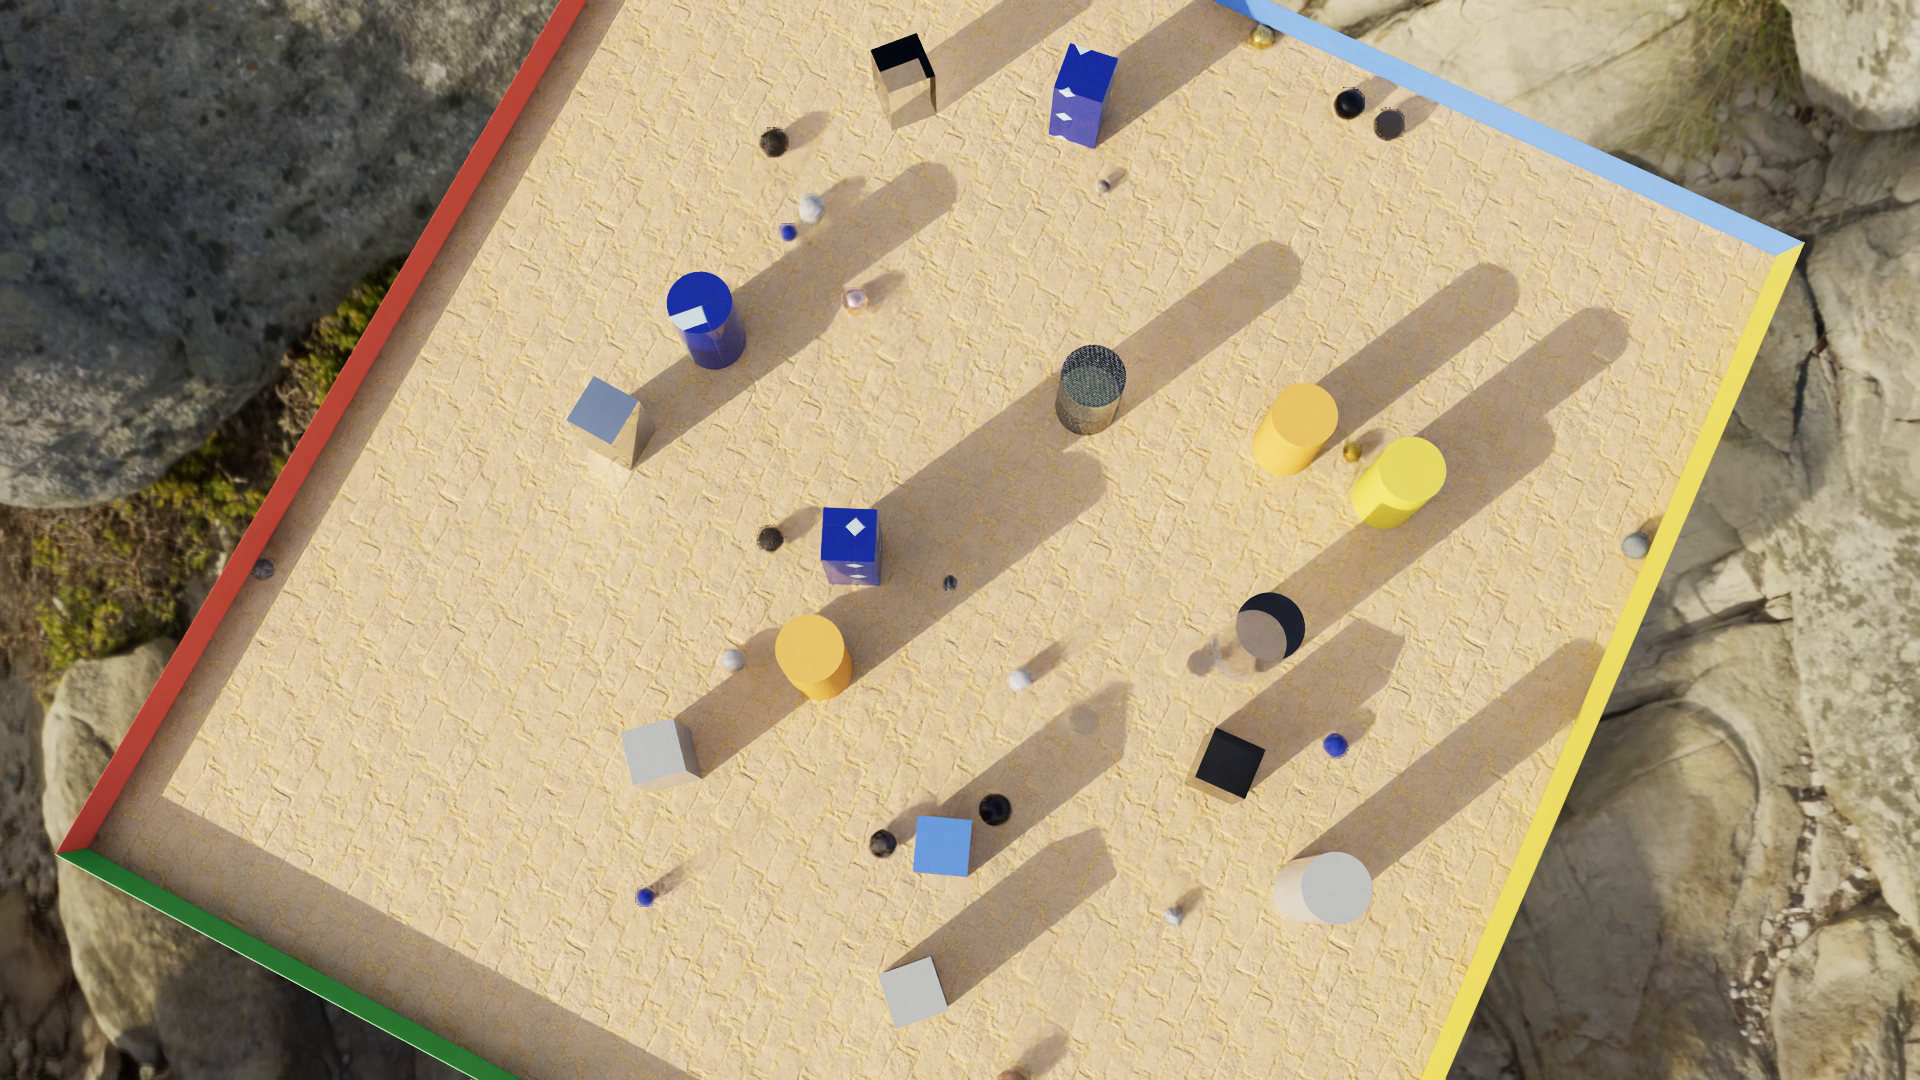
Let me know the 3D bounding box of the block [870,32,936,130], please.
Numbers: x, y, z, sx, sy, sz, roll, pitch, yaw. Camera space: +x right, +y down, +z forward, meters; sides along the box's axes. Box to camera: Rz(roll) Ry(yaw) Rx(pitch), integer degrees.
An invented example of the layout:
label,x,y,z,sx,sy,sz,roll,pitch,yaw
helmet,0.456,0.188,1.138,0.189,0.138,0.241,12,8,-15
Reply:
label,x,y,z,sx,sy,sz,roll,pitch,yaw
block,-0.176,-1.440,5.774,0.155,0.276,0.155,-21,79,-4

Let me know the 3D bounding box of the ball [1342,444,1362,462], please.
label,x,y,z,sx,sy,sz,roll,pitch,yaw
ball,1.207,-0.268,5.641,0.060,0.060,0.060,0,78,0

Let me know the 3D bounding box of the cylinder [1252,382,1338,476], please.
label,x,y,z,sx,sy,sz,roll,pitch,yaw
cylinder,1.002,-0.328,5.501,0.193,0.359,0.193,0,78,0

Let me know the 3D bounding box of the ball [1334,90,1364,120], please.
label,x,y,z,sx,sy,sz,roll,pitch,yaw
ball,1.242,-1.390,5.855,0.096,0.096,0.096,0,78,0

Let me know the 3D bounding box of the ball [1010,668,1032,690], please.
label,x,y,z,sx,sy,sz,roll,pitch,yaw
ball,0.183,0.416,5.496,0.068,0.068,0.068,0,78,0

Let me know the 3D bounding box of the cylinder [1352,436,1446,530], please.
label,x,y,z,sx,sy,sz,roll,pitch,yaw
cylinder,1.303,-0.166,5.459,0.193,0.375,0.193,0,78,0

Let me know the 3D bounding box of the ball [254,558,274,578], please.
label,x,y,z,sx,sy,sz,roll,pitch,yaw
ball,-2.115,0.087,5.567,0.062,0.062,0.062,0,78,0

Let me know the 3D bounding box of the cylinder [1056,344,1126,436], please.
label,x,y,z,sx,sy,sz,roll,pitch,yaw
cylinder,0.393,-0.450,5.547,0.193,0.319,0.193,0,78,0

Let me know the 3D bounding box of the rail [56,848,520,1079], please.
label,x,y,z,sx,sy,sz,roll,pitch,yaw
rail,-0.887,1.744,5.190,3.847,0.126,0.045,26,80,5

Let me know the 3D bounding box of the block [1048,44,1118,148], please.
label,x,y,z,sx,sy,sz,roll,pitch,yaw
block,0.383,-1.384,5.730,0.155,0.338,0.155,19,79,4

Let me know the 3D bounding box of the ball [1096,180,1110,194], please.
label,x,y,z,sx,sy,sz,roll,pitch,yaw
ball,0.453,-1.121,5.824,0.047,0.047,0.047,0,78,0

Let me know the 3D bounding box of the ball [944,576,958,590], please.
label,x,y,z,sx,sy,sz,roll,pitch,yaw
ball,-0.028,0.130,5.567,0.043,0.043,0.043,0,78,0

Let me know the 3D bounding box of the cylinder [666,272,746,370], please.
label,x,y,z,sx,sy,sz,roll,pitch,yaw
cylinder,-0.768,-0.663,5.571,0.193,0.358,0.193,0,78,0

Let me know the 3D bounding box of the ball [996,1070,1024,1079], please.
label,x,y,z,sx,sy,sz,roll,pitch,yaw
ball,0.145,1.561,5.248,0.088,0.088,0.088,0,78,0

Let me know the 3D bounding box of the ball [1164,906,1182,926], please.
label,x,y,z,sx,sy,sz,roll,pitch,yaw
ball,0.624,1.101,5.360,0.055,0.055,0.055,0,78,0

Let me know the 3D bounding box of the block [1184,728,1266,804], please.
label,x,y,z,sx,sy,sz,roll,pitch,yaw
block,0.771,0.662,5.348,0.155,0.258,0.155,24,79,5

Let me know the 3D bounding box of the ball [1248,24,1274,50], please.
label,x,y,z,sx,sy,sz,roll,pitch,yaw
ball,0.971,-1.622,5.912,0.078,0.078,0.078,0,78,0

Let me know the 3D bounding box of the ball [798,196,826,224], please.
label,x,y,z,sx,sy,sz,roll,pitch,yaw
ball,-0.467,-1.044,5.788,0.087,0.087,0.087,0,78,0

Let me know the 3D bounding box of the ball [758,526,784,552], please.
label,x,y,z,sx,sy,sz,roll,pitch,yaw
ball,-0.576,-0.002,5.578,0.075,0.075,0.075,0,78,0

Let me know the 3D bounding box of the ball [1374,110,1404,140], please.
label,x,y,z,sx,sy,sz,roll,pitch,yaw
ball,1.366,-1.321,5.841,0.097,0.097,0.097,0,78,0

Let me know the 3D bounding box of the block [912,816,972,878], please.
label,x,y,z,sx,sy,sz,roll,pitch,yaw
block,-0.050,0.888,5.304,0.155,0.253,0.155,5,78,1

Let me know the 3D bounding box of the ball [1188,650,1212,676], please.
label,x,y,z,sx,sy,sz,roll,pitch,yaw
ball,0.721,0.369,5.501,0.076,0.076,0.076,0,78,0

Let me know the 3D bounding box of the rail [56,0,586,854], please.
label,x,y,z,sx,sy,sz,roll,pitch,yaw
rail,-1.699,-0.825,5.722,0.045,0.126,4.015,26,80,5

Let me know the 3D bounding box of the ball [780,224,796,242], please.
label,x,y,z,sx,sy,sz,roll,pitch,yaw
ball,-0.542,-0.969,5.790,0.052,0.052,0.052,0,78,0

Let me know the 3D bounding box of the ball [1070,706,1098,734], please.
label,x,y,z,sx,sy,sz,roll,pitch,yaw
ball,0.367,0.539,5.463,0.082,0.082,0.082,0,78,0

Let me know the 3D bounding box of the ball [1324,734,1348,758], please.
label,x,y,z,sx,sy,sz,roll,pitch,yaw
ball,1.117,0.611,5.454,0.071,0.071,0.071,0,78,0

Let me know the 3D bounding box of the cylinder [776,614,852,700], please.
label,x,y,z,sx,sy,sz,roll,pitch,yaw
cylinder,-0.421,0.346,5.332,0.193,0.417,0.193,0,78,0

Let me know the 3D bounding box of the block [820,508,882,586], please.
label,x,y,z,sx,sy,sz,roll,pitch,yaw
block,-0.317,0.023,5.417,0.155,0.380,0.155,2,78,0

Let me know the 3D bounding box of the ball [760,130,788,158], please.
label,x,y,z,sx,sy,sz,roll,pitch,yaw
ball,-0.592,-1.262,5.832,0.089,0.089,0.089,0,78,0

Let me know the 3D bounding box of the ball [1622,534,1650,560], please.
label,x,y,z,sx,sy,sz,roll,pitch,yaw
ball,2.055,0.021,5.571,0.081,0.081,0.081,0,78,0

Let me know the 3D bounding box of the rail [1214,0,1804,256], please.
label,x,y,z,sx,sy,sz,roll,pitch,yaw
rail,0.887,-1.731,5.910,3.847,0.126,0.045,26,80,5

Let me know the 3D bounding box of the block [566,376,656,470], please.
label,x,y,z,sx,sy,sz,roll,pitch,yaw
block,-1.047,-0.348,5.524,0.155,0.322,0.155,29,80,6

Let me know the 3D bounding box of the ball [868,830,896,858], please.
label,x,y,z,sx,sy,sz,roll,pitch,yaw
ball,-0.227,0.894,5.390,0.081,0.081,0.081,0,78,0

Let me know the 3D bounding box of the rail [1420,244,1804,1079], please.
label,x,y,z,sx,sy,sz,roll,pitch,yaw
rail,1.699,0.839,5.378,0.045,0.126,4.015,26,80,5

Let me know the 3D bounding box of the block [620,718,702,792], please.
label,x,y,z,sx,sy,sz,roll,pitch,yaw
block,-0.866,0.628,5.323,0.155,0.320,0.155,-15,79,-3

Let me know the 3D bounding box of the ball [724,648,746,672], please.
label,x,y,z,sx,sy,sz,roll,pitch,yaw
ball,-0.678,0.361,5.507,0.069,0.069,0.069,0,78,0

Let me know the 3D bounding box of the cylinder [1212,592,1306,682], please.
label,x,y,z,sx,sy,sz,roll,pitch,yaw
cylinder,0.860,0.288,5.313,0.193,0.477,0.193,0,78,0

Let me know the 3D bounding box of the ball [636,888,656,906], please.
label,x,y,z,sx,sy,sz,roll,pitch,yaw
ball,-0.921,1.046,5.373,0.053,0.053,0.053,0,78,0

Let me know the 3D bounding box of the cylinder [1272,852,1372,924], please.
label,x,y,z,sx,sy,sz,roll,pitch,yaw
cylinder,1.018,0.986,5.175,0.193,0.464,0.193,0,78,0

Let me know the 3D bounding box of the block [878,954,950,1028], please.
label,x,y,z,sx,sy,sz,roll,pitch,yaw
block,-0.130,1.283,5.215,0.155,0.267,0.155,-19,79,-4

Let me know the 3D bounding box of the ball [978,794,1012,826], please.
label,x,y,z,sx,sy,sz,roll,pitch,yaw
ball,0.103,0.795,5.404,0.095,0.095,0.095,0,78,0

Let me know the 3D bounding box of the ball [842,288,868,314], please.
label,x,y,z,sx,sy,sz,roll,pitch,yaw
ball,-0.326,-0.747,5.730,0.080,0.080,0.080,0,78,0
